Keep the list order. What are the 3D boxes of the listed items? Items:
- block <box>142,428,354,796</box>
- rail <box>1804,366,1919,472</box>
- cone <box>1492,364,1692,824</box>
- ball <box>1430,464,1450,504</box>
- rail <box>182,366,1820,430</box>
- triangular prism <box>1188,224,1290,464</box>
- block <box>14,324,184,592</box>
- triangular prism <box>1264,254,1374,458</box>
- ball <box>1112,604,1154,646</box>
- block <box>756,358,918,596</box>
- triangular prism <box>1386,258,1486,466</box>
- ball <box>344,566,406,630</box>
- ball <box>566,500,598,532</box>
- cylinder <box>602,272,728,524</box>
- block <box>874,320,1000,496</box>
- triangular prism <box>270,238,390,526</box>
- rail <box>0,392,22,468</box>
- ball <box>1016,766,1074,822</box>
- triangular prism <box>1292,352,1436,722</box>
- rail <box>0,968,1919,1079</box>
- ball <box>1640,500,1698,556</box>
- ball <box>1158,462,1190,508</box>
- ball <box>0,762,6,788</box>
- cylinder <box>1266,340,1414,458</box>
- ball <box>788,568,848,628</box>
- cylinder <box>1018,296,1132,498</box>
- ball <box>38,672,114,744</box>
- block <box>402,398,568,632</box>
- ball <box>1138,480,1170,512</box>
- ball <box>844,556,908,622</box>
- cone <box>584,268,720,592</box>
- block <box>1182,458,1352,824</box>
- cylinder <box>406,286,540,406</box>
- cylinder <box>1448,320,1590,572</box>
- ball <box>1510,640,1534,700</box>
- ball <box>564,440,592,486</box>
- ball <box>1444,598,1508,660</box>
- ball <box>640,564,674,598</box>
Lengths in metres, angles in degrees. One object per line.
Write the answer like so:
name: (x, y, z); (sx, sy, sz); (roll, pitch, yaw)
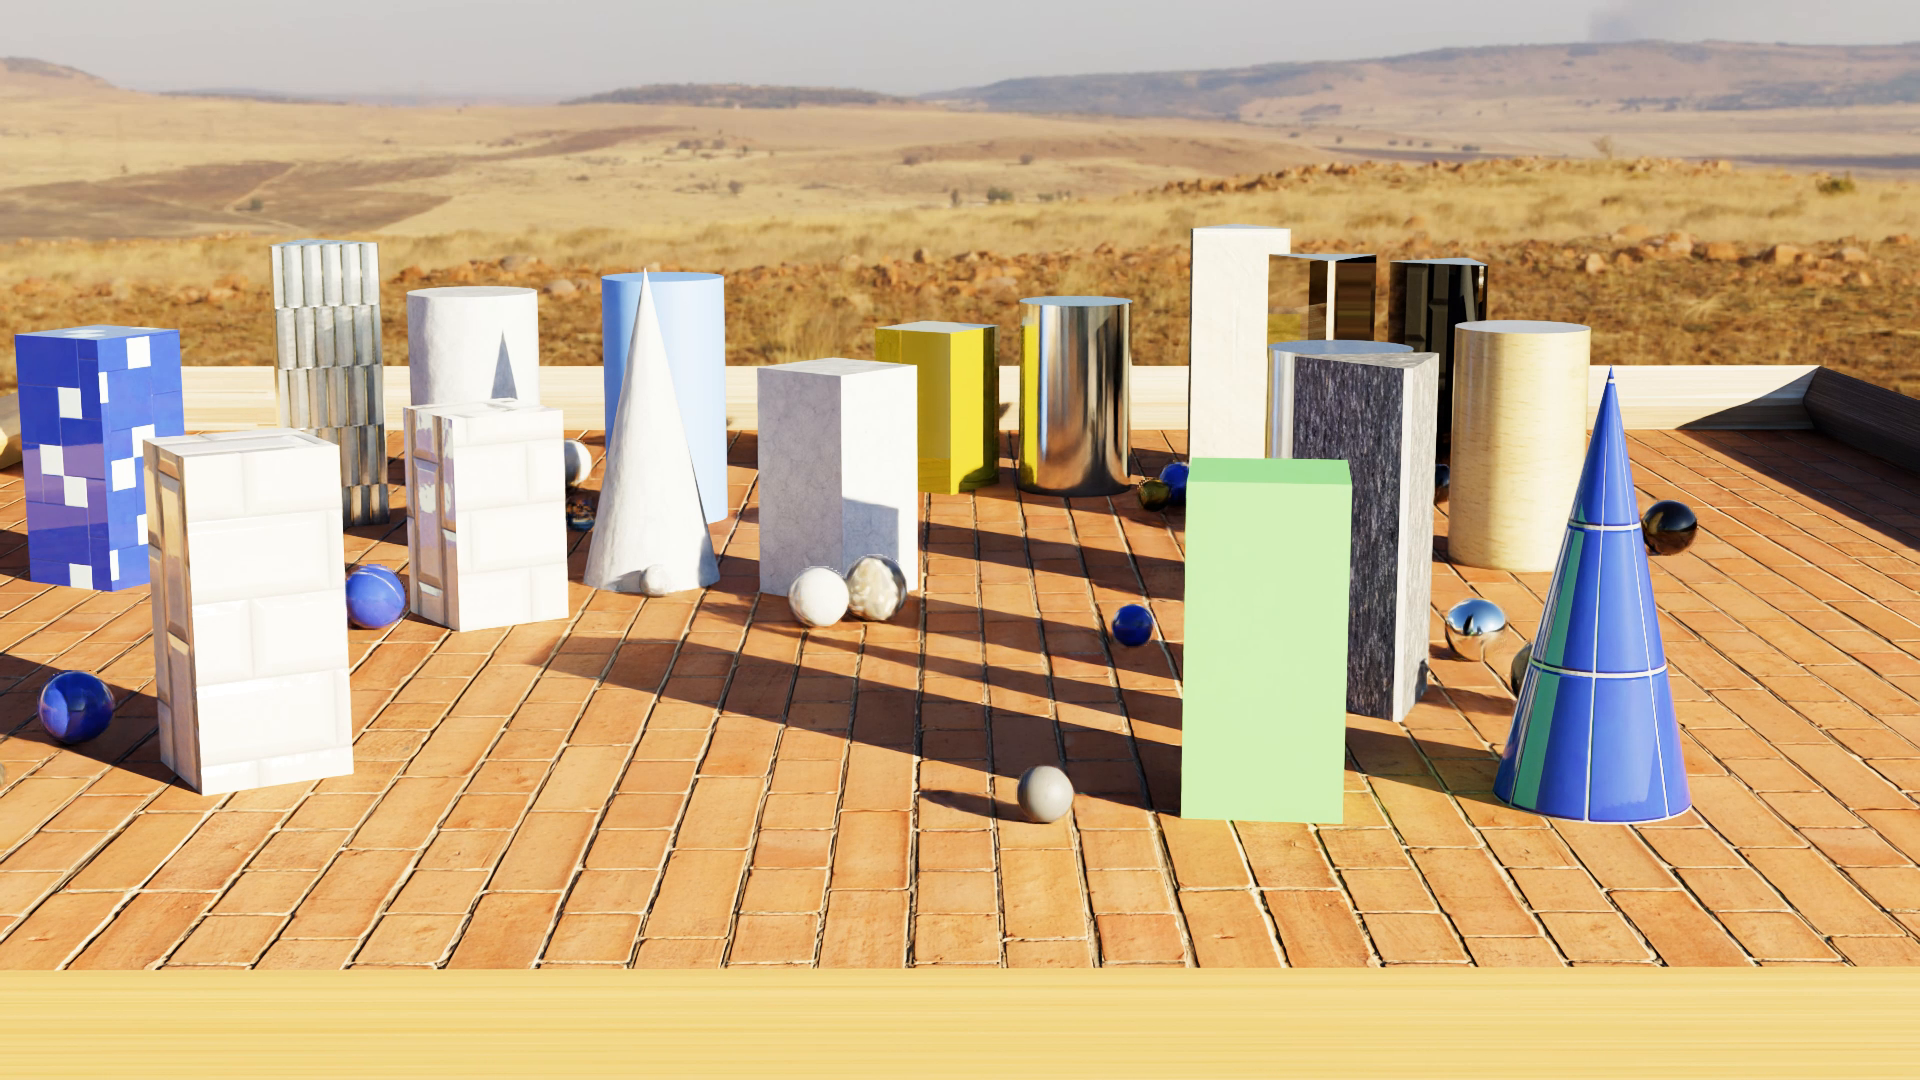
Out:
block: (-0.739, 0.069, 2.662); (0.156, 0.344, 0.156); (-7, 12, -32)
rail: (1.718, 0.031, 3.459); (0.045, 0.127, 3.495); (0, 11, 0)
cone: (0.636, 0.043, 2.546); (0.195, 0.438, 0.195); (0, 11, 0)
ball: (0.803, -0.094, 4.298); (0.069, 0.069, 0.069); (0, 11, 0)
rail: (-0.010, -0.282, 5.144); (3.483, 0.127, 0.045); (0, 11, 0)
triangular prism: (0.490, -0.333, 4.555); (0.169, 0.445, 0.146); (1, 11, 3)
block: (-1.219, -0.120, 3.658); (0.156, 0.353, 0.156); (5, 12, 27)
triangular prism: (0.560, -0.244, 4.127); (0.146, 0.425, 0.169); (7, 12, 32)
ball: (0.219, 0.108, 3.246); (0.054, 0.054, 0.054); (0, 11, 0)
block: (-0.170, -0.084, 3.567); (0.156, 0.316, 0.156); (8, 13, 38)
triangular prism: (0.832, -0.277, 4.377); (0.169, 0.399, 0.146); (6, 12, 29)
ball: (-0.765, 0.076, 3.346); (0.082, 0.082, 0.082); (0, 11, 0)
ball: (-0.597, -0.038, 4.041); (0.052, 0.052, 0.052); (0, 11, 0)
cylinder: (-0.477, -0.230, 4.150); (0.195, 0.390, 0.195); (0, 11, 0)
block: (-0.039, -0.233, 4.473); (0.156, 0.278, 0.156); (7, 12, 32)
triangular prism: (-1.024, -0.253, 4.111); (0.169, 0.449, 0.146); (-5, 12, -25)
rail: (-1.718, 0.034, 3.439); (0.045, 0.127, 3.495); (0, 11, 0)
ball: (0.083, 0.247, 2.494); (0.055, 0.055, 0.055); (0, 11, 0)
triangular prism: (0.493, -0.012, 2.952); (0.146, 0.398, 0.169); (-9, 14, -39)
rail: (0.010, 0.347, 1.754); (3.483, 0.127, 0.045); (0, 11, 0)
ball: (1.063, -0.018, 3.846); (0.084, 0.084, 0.084); (0, 11, 0)
ball: (0.366, -0.092, 4.270); (0.074, 0.074, 0.074); (0, 11, 0)
ball: (-0.983, 0.238, 2.587); (0.040, 0.040, 0.040); (0, 11, 0)
cylinder: (0.513, -0.088, 3.491); (0.195, 0.350, 0.195); (0, 11, 0)
ball: (-0.184, 0.076, 3.354); (0.078, 0.078, 0.078); (0, 11, 0)
cylinder: (0.199, -0.251, 4.436); (0.195, 0.326, 0.195); (0, 11, 0)
ball: (-0.959, 0.182, 2.785); (0.078, 0.078, 0.078); (0, 11, 0)
block: (-0.631, -0.037, 3.415); (0.156, 0.278, 0.156); (-7, 13, -35)
ball: (0.320, -0.074, 4.229); (0.053, 0.053, 0.053); (0, 11, 0)
ball: (-0.112, 0.065, 3.392); (0.086, 0.086, 0.086); (0, 11, 0)
cone: (-0.441, -0.163, 3.637); (0.195, 0.446, 0.195); (0, 11, 0)
block: (0.303, 0.096, 2.547); (0.156, 0.334, 0.156); (1, 11, 7)
cylinder: (-0.740, -0.187, 3.925); (0.195, 0.386, 0.195); (0, 11, 0)
cylinder: (0.825, -0.142, 3.792); (0.195, 0.347, 0.195); (0, 11, 0)
ball: (0.667, 0.154, 2.895); (0.092, 0.092, 0.092); (0, 11, 0)
ball: (-0.684, -0.135, 4.489); (0.079, 0.079, 0.079); (0, 11, 0)
ball: (0.638, 0.110, 3.171); (0.078, 0.078, 0.078); (0, 11, 0)
ball: (-0.419, 0.056, 3.549); (0.046, 0.046, 0.046); (0, 11, 0)
